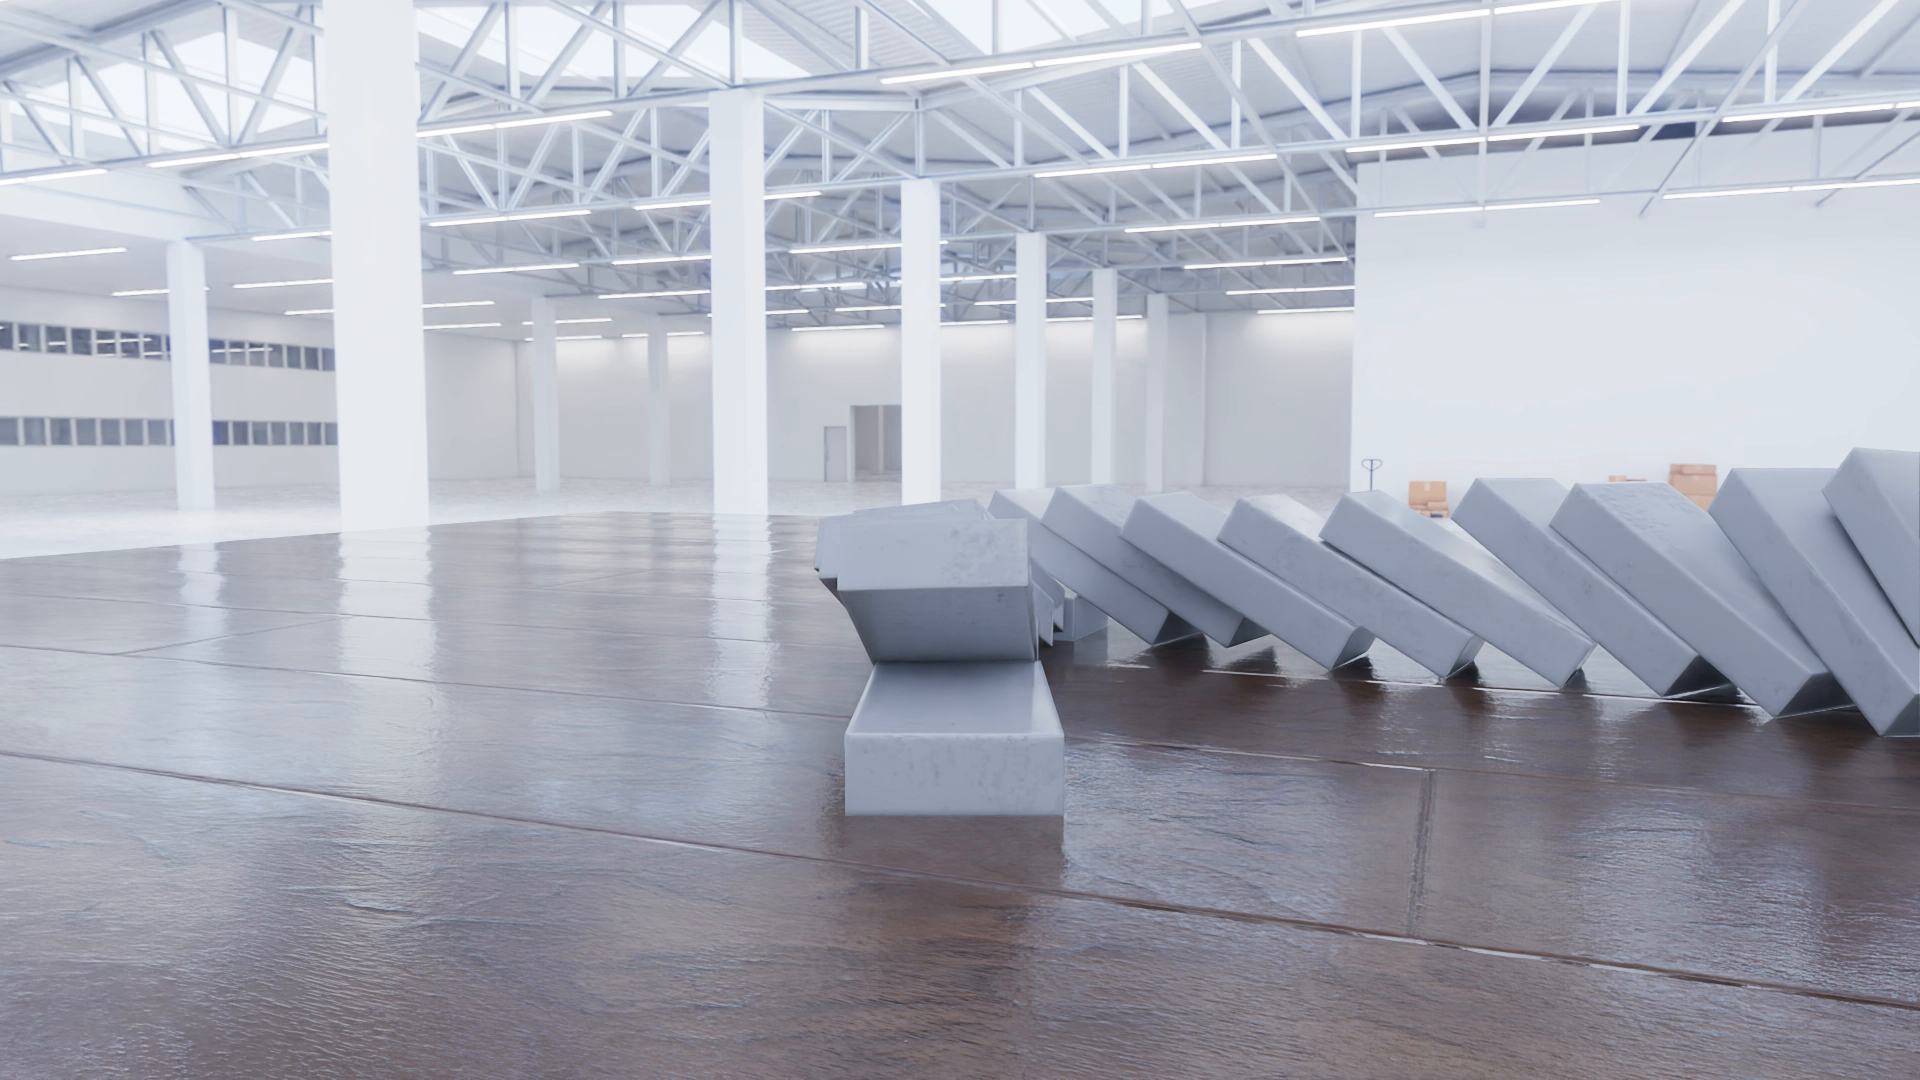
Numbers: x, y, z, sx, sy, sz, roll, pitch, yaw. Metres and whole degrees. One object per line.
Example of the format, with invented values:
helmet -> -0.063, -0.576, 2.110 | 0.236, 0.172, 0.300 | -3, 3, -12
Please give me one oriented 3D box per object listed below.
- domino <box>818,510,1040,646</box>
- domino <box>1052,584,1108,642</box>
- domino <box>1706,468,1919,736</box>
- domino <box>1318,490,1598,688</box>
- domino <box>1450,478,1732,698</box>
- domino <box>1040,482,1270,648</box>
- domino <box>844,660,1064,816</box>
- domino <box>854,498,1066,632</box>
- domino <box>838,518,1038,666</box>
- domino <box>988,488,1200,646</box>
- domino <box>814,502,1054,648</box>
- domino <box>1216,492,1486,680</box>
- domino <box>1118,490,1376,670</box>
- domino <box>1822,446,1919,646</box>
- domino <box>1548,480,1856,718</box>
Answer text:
domino -> -0.003, 0.010, 0.214 | 0.025, 0.010, 0.050 | -3, -23, 13
domino -> 0.007, 0.016, 0.298 | 0.050, 0.010, 0.025 | 2, 5, 23
domino -> 0.144, 0.008, 0.203 | 0.025, 0.009, 0.050 | 0, 42, -6
domino -> 0.095, 0.008, 0.243 | 0.050, 0.010, 0.025 | 36, 22, 26
domino -> 0.117, 0.007, 0.234 | 0.025, 0.009, 0.050 | -2, 38, -34
domino -> 0.044, 0.004, 0.278 | 0.050, 0.010, 0.025 | 35, 22, 28
domino -> 0.000, 0.025, 0.171 | 0.025, 0.009, 0.050 | 0, 4, 1
domino -> 0.001, 0.007, 0.257 | 0.025, 0.009, 0.050 | -5, -24, 23
domino -> -0.002, 0.012, 0.192 | 0.025, 0.010, 0.050 | -2, -23, 4
domino -> 0.031, 0.005, 0.290 | 0.050, 0.010, 0.025 | 35, 22, 29
domino -> -0.003, 0.008, 0.236 | 0.025, 0.010, 0.050 | -6, -24, 23
domino -> 0.078, 0.008, 0.252 | 0.050, 0.009, 0.025 | 35, 21, 26
domino -> 0.060, 0.007, 0.260 | 0.050, 0.009, 0.025 | 34, 22, 26
domino -> 0.152, 0.007, 0.189 | 0.025, 0.009, 0.050 | 4, 46, -2
domino -> 0.129, 0.008, 0.219 | 0.025, 0.009, 0.050 | -2, 39, -27
